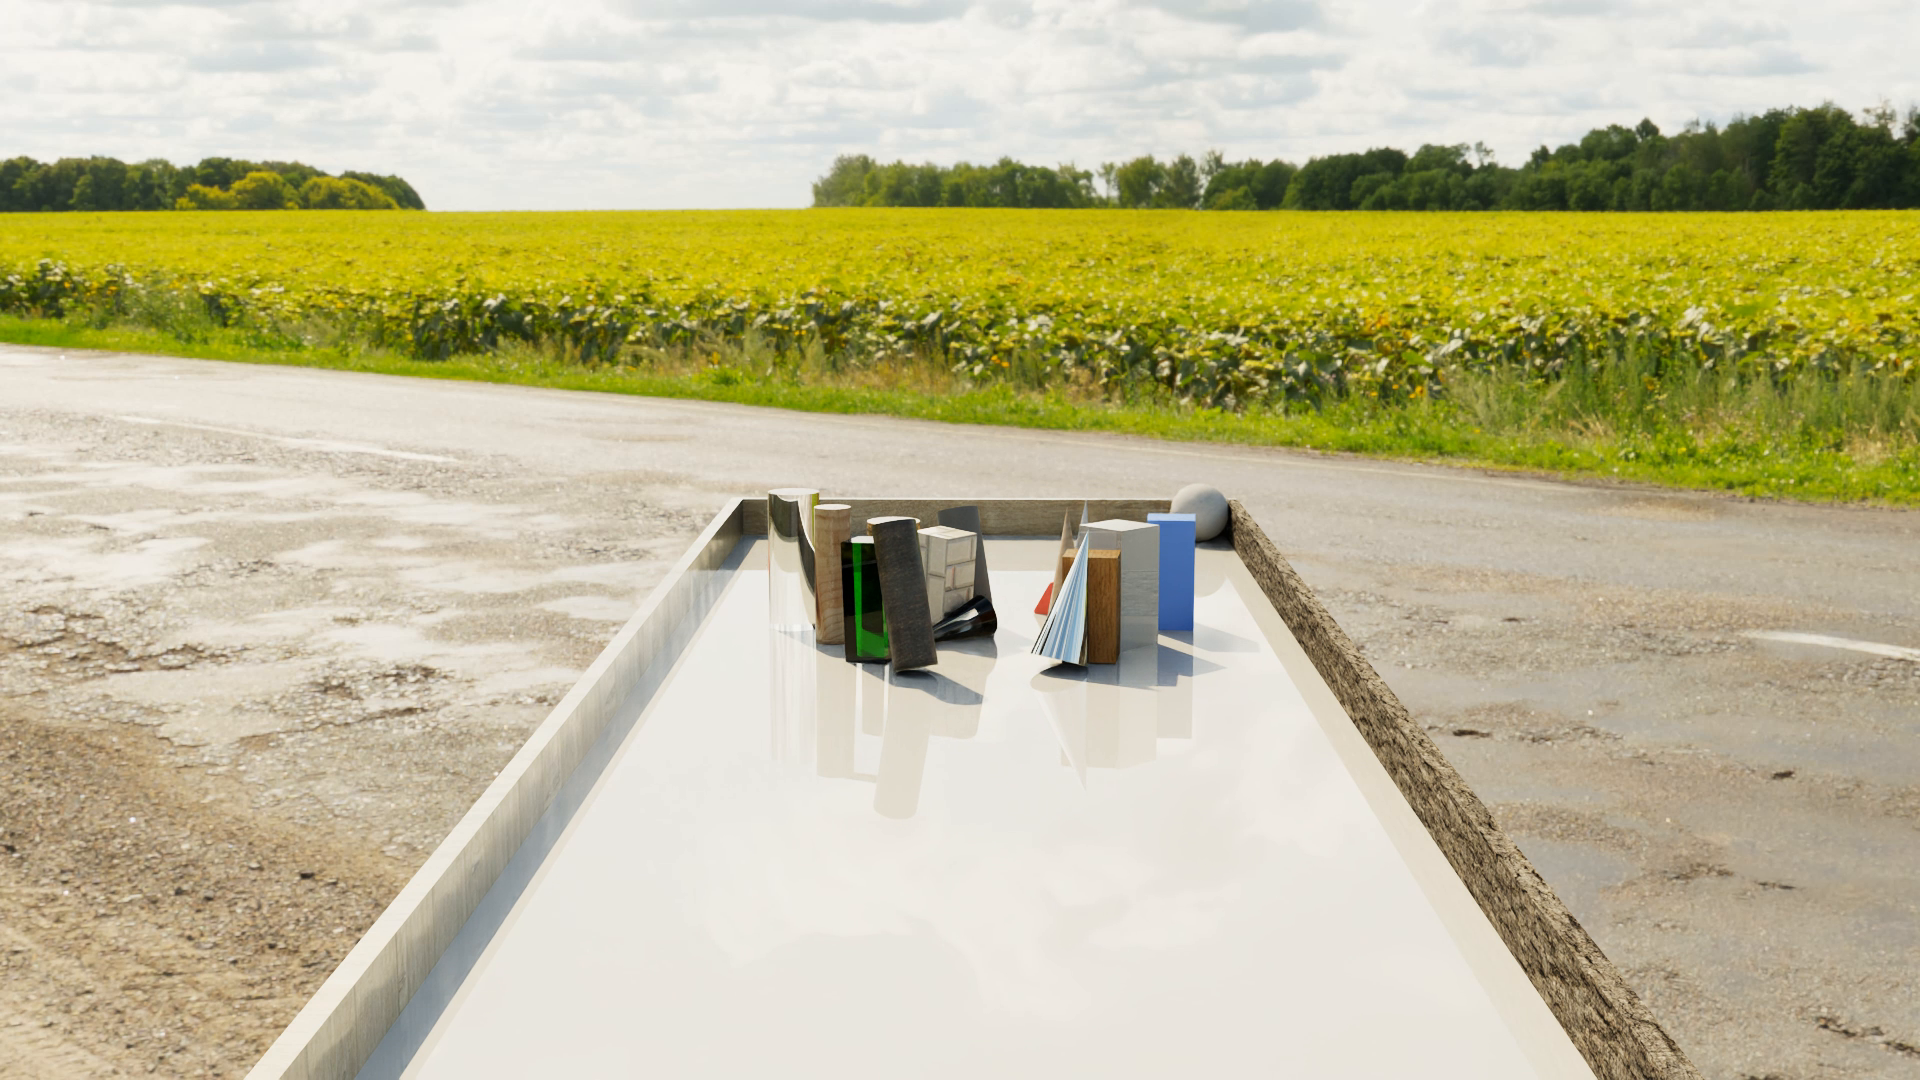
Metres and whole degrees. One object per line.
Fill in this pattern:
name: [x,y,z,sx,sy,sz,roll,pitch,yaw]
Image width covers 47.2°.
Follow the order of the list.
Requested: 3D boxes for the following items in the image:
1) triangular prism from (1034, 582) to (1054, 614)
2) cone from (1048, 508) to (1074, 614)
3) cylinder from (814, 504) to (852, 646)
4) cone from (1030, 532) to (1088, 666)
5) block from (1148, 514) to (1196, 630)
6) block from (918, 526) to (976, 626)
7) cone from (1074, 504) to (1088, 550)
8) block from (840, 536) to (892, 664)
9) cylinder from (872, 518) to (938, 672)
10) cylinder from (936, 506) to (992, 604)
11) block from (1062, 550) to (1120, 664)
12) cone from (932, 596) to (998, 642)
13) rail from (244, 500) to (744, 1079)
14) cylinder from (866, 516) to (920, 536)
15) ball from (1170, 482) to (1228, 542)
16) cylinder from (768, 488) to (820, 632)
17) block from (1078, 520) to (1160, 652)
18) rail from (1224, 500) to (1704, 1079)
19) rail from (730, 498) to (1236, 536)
triangular prism: [0.378,0.174,7.547,0.125,0.108,0.317,5,10,26]
cone: [0.348,0.081,7.144,0.136,0.410,0.136,1,-20,0]
cylinder: [-0.401,0.109,6.946,0.116,0.431,0.116,0,9,0]
cone: [0.342,0.163,6.583,0.179,0.402,0.179,13,-3,1]
block: [0.690,0.104,7.203,0.155,0.361,0.155,1,9,6]
block: [-0.059,0.133,7.104,0.149,0.323,0.149,12,15,36]
cone: [0.397,0.070,7.192,0.121,0.418,0.121,4,2,0]
block: [-0.269,0.180,6.687,0.131,0.366,0.131,1,9,22]
cylinder: [-0.164,0.164,6.519,0.134,0.436,0.134,-9,-5,-1]
cylinder: [0.018,0.080,7.250,0.137,0.368,0.137,-9,-5,-1]
block: [0.401,0.200,6.709,0.165,0.322,0.165,1,8,8]
cone: [-0.049,0.288,6.979,0.320,0.136,0.136,-20,19,-31]
rail: [-1.004,0.839,3.234,0.050,0.150,12.000,0,9,1]
cylinder: [-0.217,0.108,7.219,0.175,0.346,0.175,0,10,0]
ball: [0.977,-0.114,8.973,0.237,0.237,0.237,0,9,0]
cylinder: [-0.542,0.063,7.189,0.168,0.446,0.168,0,9,0]
block: [0.499,0.140,6.919,0.178,0.378,0.178,-9,12,-44]
rail: [1.046,0.843,3.208,0.050,0.150,12.000,0,9,1]
rail: [0.099,-0.098,9.147,2.100,0.150,0.050,0,9,1]
